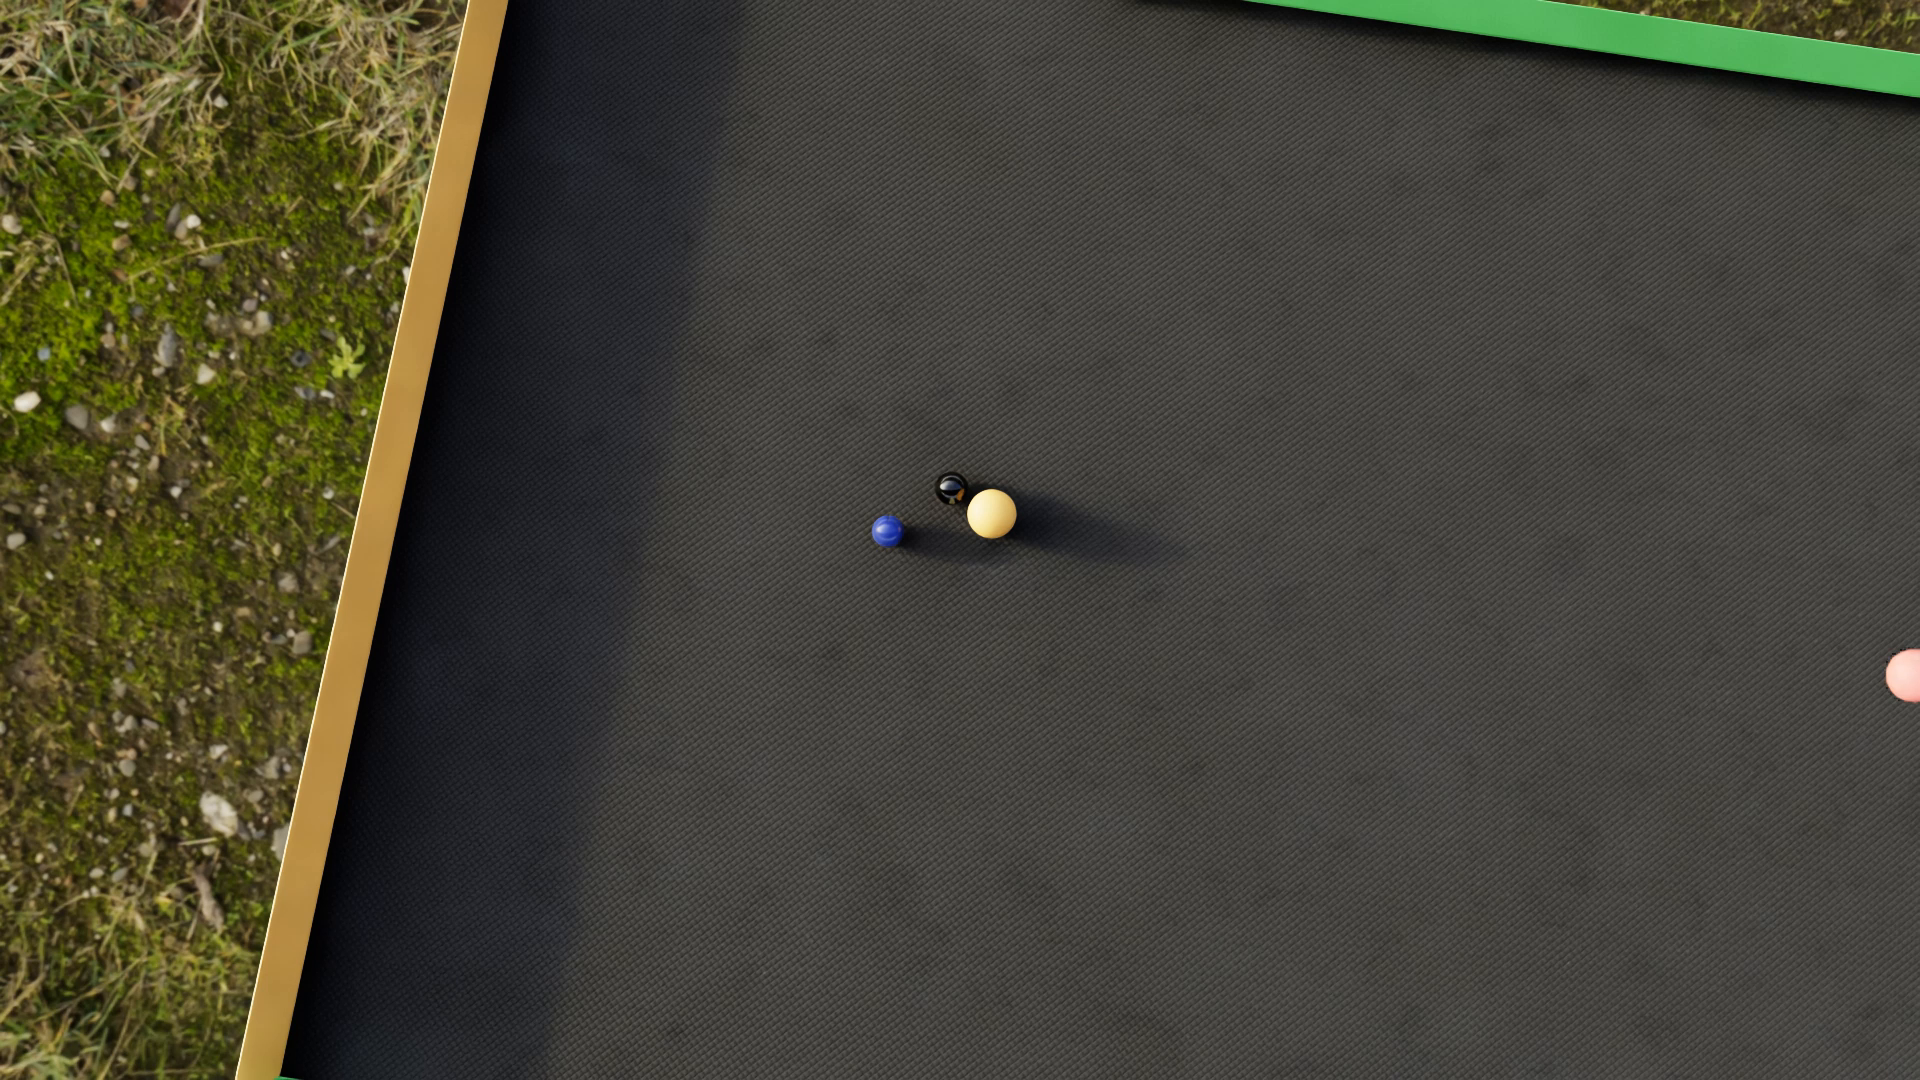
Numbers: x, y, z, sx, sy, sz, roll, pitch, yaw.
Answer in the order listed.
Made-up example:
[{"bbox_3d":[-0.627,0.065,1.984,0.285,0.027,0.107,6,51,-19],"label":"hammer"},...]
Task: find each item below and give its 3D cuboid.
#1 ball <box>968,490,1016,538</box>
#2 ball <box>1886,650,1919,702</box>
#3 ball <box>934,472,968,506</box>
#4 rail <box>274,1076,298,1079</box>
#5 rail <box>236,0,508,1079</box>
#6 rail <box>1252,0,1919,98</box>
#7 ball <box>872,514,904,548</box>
[{"bbox_3d":[0.048,-0.039,3.309,0.074,0.074,0.074,0,78,0],"label":"ball"},{"bbox_3d":[1.413,0.201,3.257,0.078,0.078,0.078,0,78,0],"label":"ball"},{"bbox_3d":[-0.012,-0.078,3.329,0.052,0.052,0.052,0,78,0],"label":"ball"},{"bbox_3d":[0.726,1.043,3.069,3.529,0.102,0.045,9,78,2],"label":"rail"},{"bbox_3d":[-0.848,-0.134,3.314,0.045,0.102,1.938,9,78,2],"label":"rail"},{"bbox_3d":[1.017,-0.786,3.450,3.529,0.102,0.045,9,78,2],"label":"rail"},{"bbox_3d":[-0.108,-0.013,3.316,0.049,0.049,0.049,0,78,0],"label":"ball"}]
